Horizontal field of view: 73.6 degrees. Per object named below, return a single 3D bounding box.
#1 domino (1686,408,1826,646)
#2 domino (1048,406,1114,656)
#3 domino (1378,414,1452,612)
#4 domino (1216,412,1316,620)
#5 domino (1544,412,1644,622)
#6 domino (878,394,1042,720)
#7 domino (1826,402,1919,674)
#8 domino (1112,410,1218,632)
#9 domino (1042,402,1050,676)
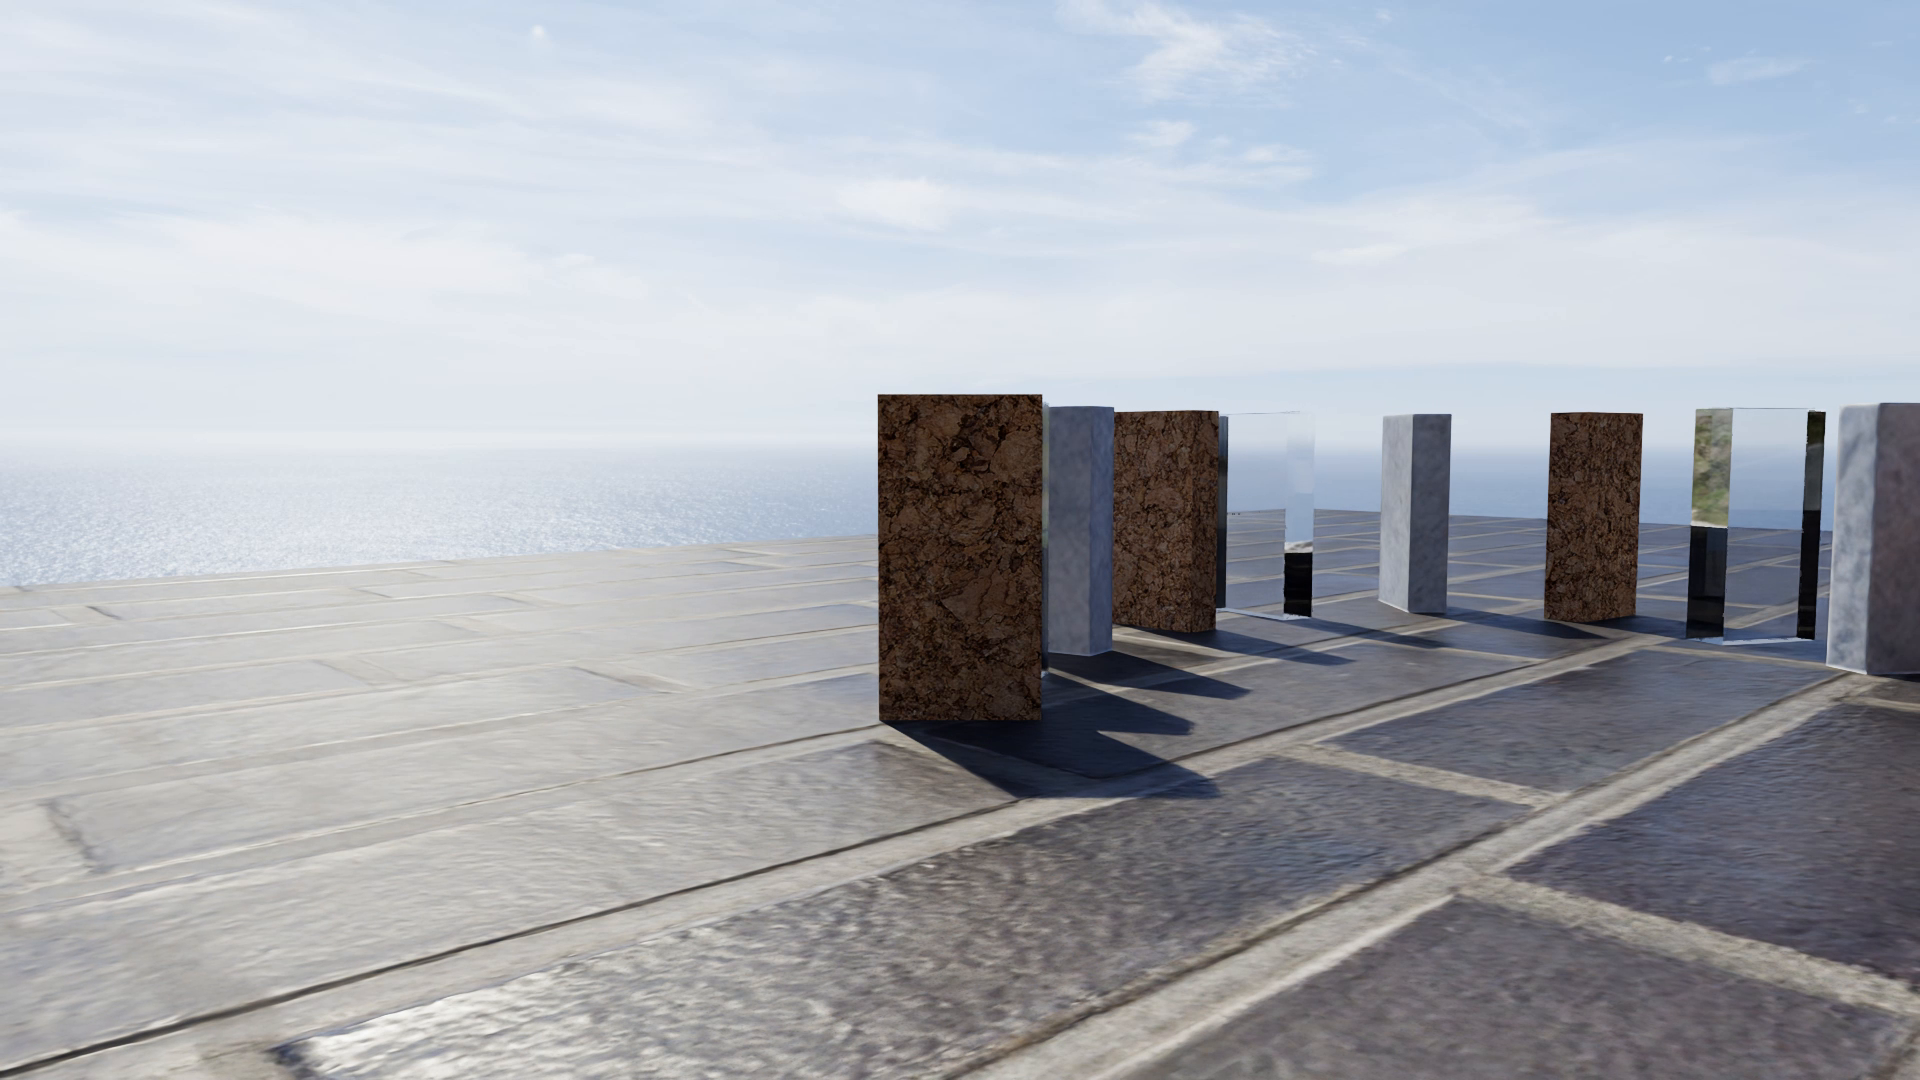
[{"bbox_3d":[0.172,-0.003,0.277,0.025,0.050,0.010,-1,4,-16],"label":"domino"},{"bbox_3d":[0.018,-0.002,0.266,0.025,0.050,0.010,3,5,34],"label":"domino"},{"bbox_3d":[0.118,-0.008,0.334,0.010,0.050,0.025,0,4,1],"label":"domino"},{"bbox_3d":[0.076,-0.007,0.321,0.010,0.050,0.025,-3,5,-31],"label":"domino"},{"bbox_3d":[0.156,-0.006,0.315,0.025,0.050,0.010,-3,5,-35],"label":"domino"},{"bbox_3d":[0.000,0.002,0.201,0.025,0.050,0.010,0,4,0],"label":"domino"},{"bbox_3d":[0.179,-0.001,0.241,0.025,0.050,0.010,-1,4,-7],"label":"domino"},{"bbox_3d":[0.047,-0.005,0.299,0.010,0.050,0.025,-4,6,-43],"label":"domino"},{"bbox_3d":[0.003,0.000,0.237,0.025,0.050,0.010,1,4,15],"label":"domino"}]
